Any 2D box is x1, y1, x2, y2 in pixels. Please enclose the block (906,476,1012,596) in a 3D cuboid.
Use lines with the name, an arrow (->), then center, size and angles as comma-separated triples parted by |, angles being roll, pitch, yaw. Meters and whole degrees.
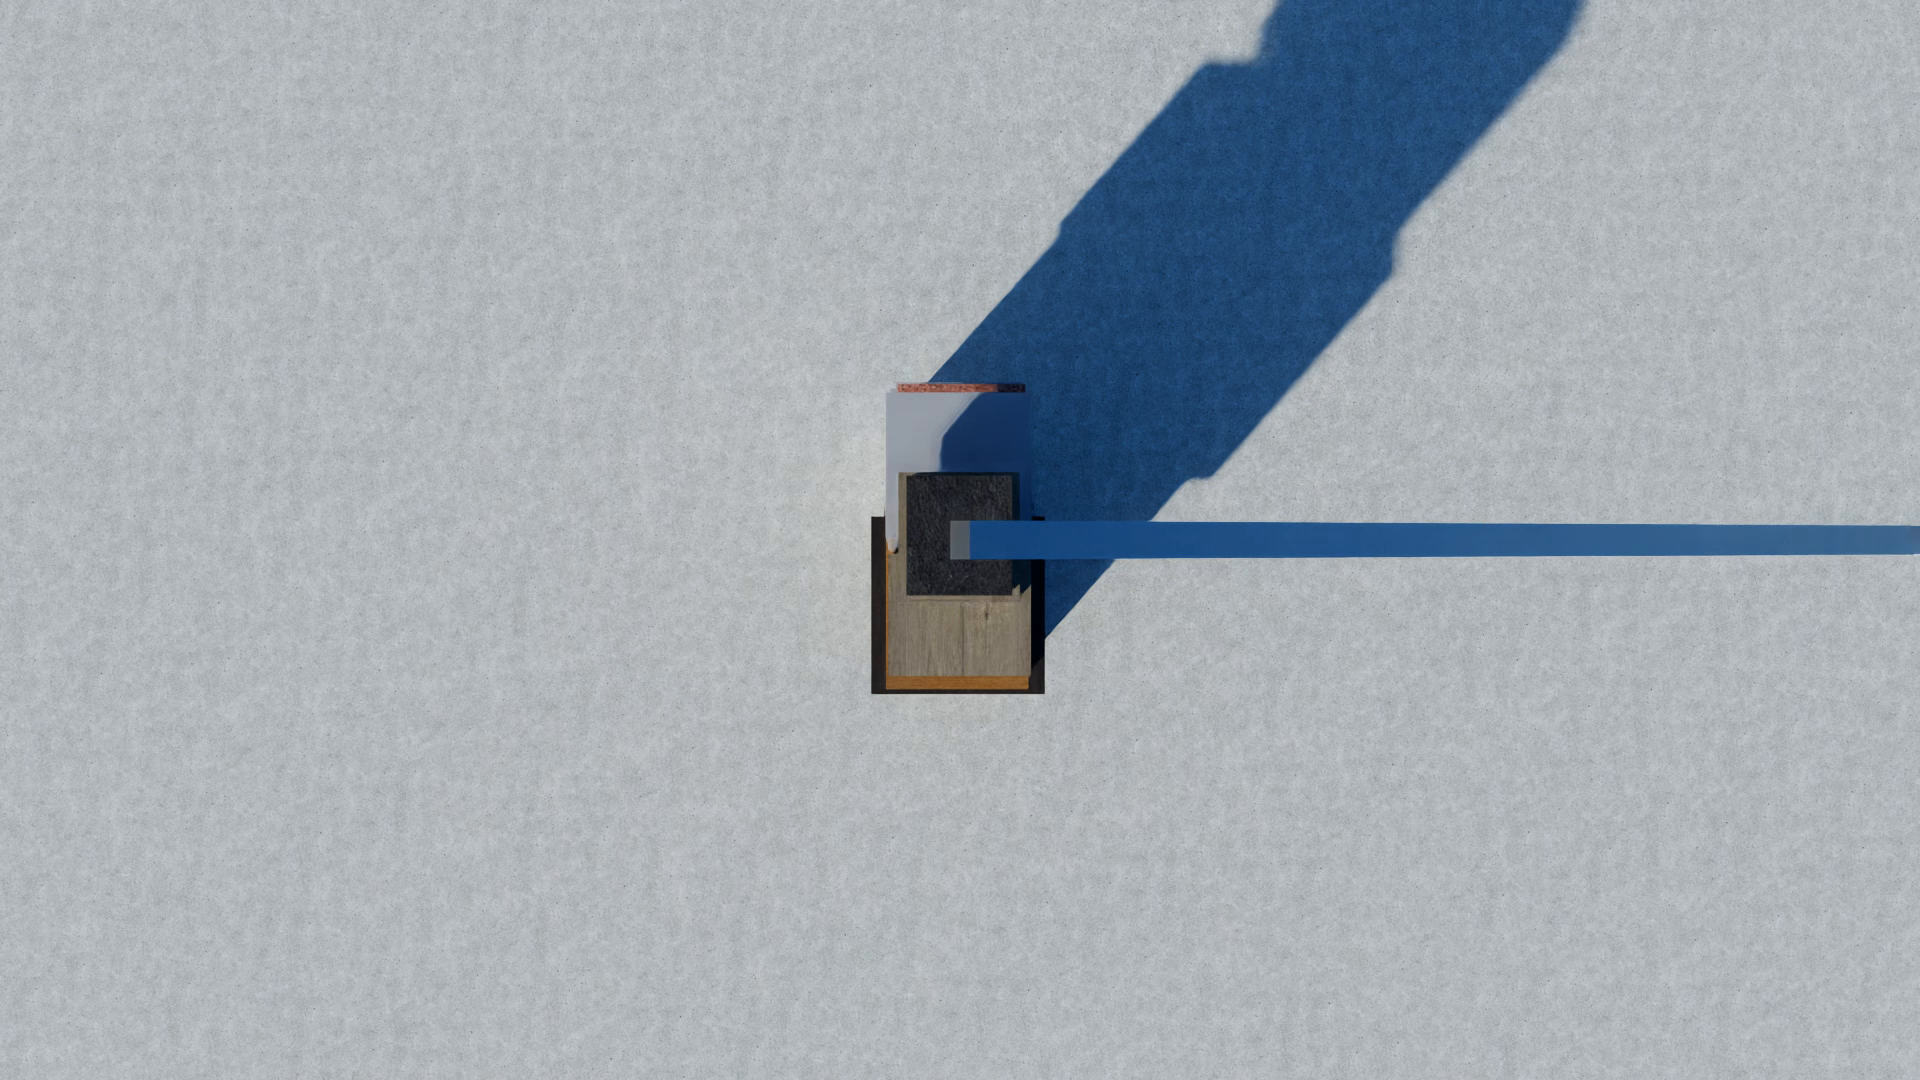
block -> -0.003, -0.015, 9.153 | 0.430, 0.456, 0.486 | 0, 89, 0

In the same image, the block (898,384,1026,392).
block -> 0.007, -0.419, 11.261 | 0.641, 0.529, 0.665 | 0, 82, 0

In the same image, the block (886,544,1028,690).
block -> -0.013, 0.338, 11.071 | 0.689, 0.832, 0.770 | 0, 90, 0

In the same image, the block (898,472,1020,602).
block -> -0.004, -0.005, 9.680 | 0.517, 0.598, 0.556 | 0, 89, 0

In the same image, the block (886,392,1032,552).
block -> -0.007, -0.311, 10.389 | 0.668, 0.586, 0.674 | 0, 84, 0

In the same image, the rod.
rod -> 2.234, 0.000, 5.885 | 5.200, 0.080, 0.080 | 0, 90, -31

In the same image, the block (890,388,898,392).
block -> -0.019, -0.470, 12.025 | 0.702, 0.613, 0.673 | 0, 90, 0

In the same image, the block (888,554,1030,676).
block -> -0.001, 0.342, 10.316 | 0.646, 0.677, 0.550 | 0, 90, 0

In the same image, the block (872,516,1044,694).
block -> -0.010, 0.341, 11.880 | 0.908, 0.785, 0.929 | 0, 90, 0
